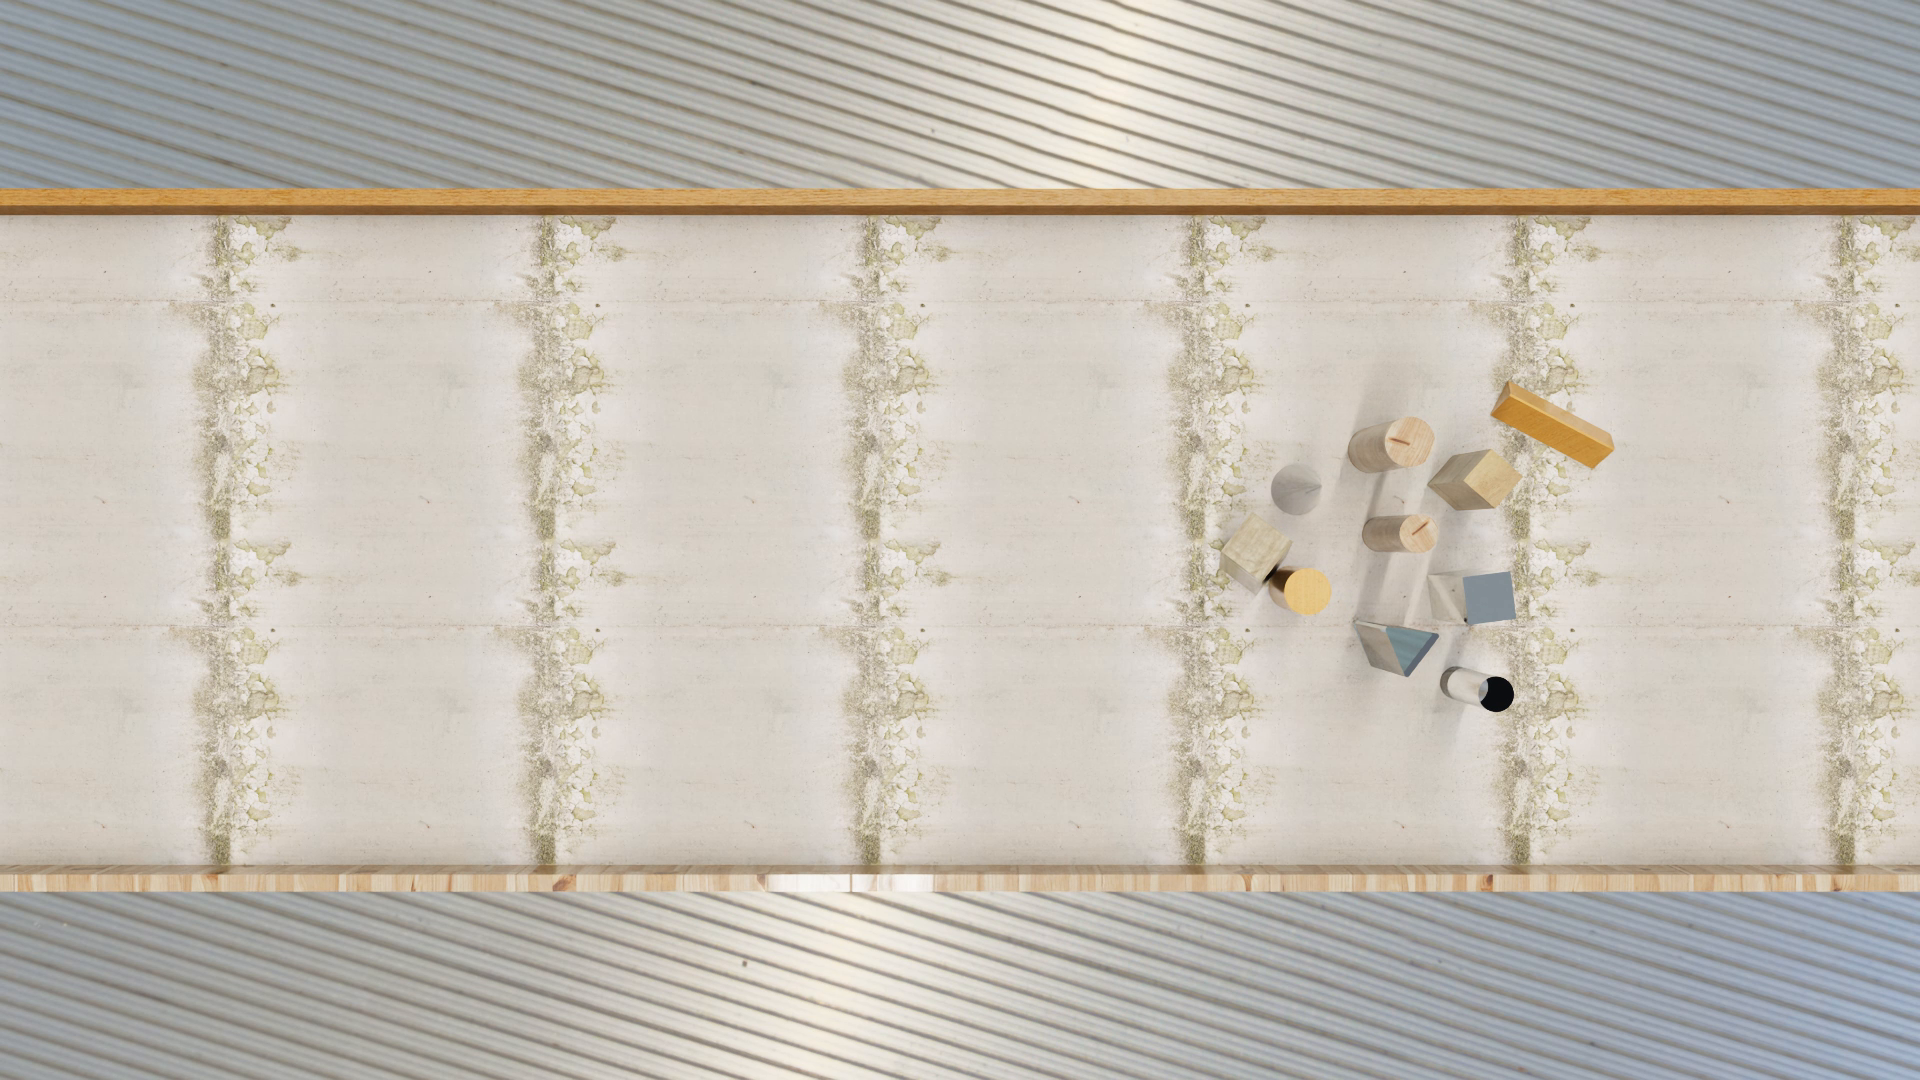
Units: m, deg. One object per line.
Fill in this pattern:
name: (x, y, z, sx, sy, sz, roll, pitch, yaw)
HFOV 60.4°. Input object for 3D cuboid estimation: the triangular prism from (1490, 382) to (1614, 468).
triangular prism: (1.816, -0.355, 5.022, 0.356, 0.103, 0.118, 28, 90, 0)

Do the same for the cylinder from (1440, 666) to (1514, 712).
cylinder: (1.528, 0.440, 4.889, 0.103, 0.375, 0.103, 0, 90, 0)

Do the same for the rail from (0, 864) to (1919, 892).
rail: (-2.247, 1.025, 5.001, 12.000, 0.150, 0.050, 0, 90, 0)

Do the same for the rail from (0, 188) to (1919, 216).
rail: (-2.247, -1.025, 5.002, 12.000, 0.150, 0.050, 0, 90, 0)

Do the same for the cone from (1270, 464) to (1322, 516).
cone: (1.035, -0.155, 4.894, 0.157, 0.364, 0.157, 0, 90, 0)

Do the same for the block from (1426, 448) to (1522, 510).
block: (1.522, -0.175, 4.891, 0.121, 0.370, 0.121, 41, 90, 0)

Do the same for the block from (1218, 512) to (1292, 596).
block: (0.868, 0.045, 4.860, 0.144, 0.410, 0.144, 38, 89, 11)

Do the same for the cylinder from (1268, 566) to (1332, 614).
cylinder: (1.010, 0.148, 4.916, 0.135, 0.316, 0.135, 0, 90, 2)

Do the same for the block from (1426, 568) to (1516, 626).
block: (1.514, 0.166, 4.895, 0.138, 0.363, 0.138, -7, 90, 0)

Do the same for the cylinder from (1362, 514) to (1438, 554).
cylinder: (1.292, -0.018, 4.859, 0.110, 0.435, 0.110, 0, 90, 0)

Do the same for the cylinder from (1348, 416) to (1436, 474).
cylinder: (1.264, -0.276, 4.855, 0.142, 0.442, 0.142, 0, 90, 0)

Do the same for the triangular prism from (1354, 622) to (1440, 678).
triangular prism: (1.263, 0.290, 4.880, 0.132, 0.393, 0.152, 37, 90, 0)
